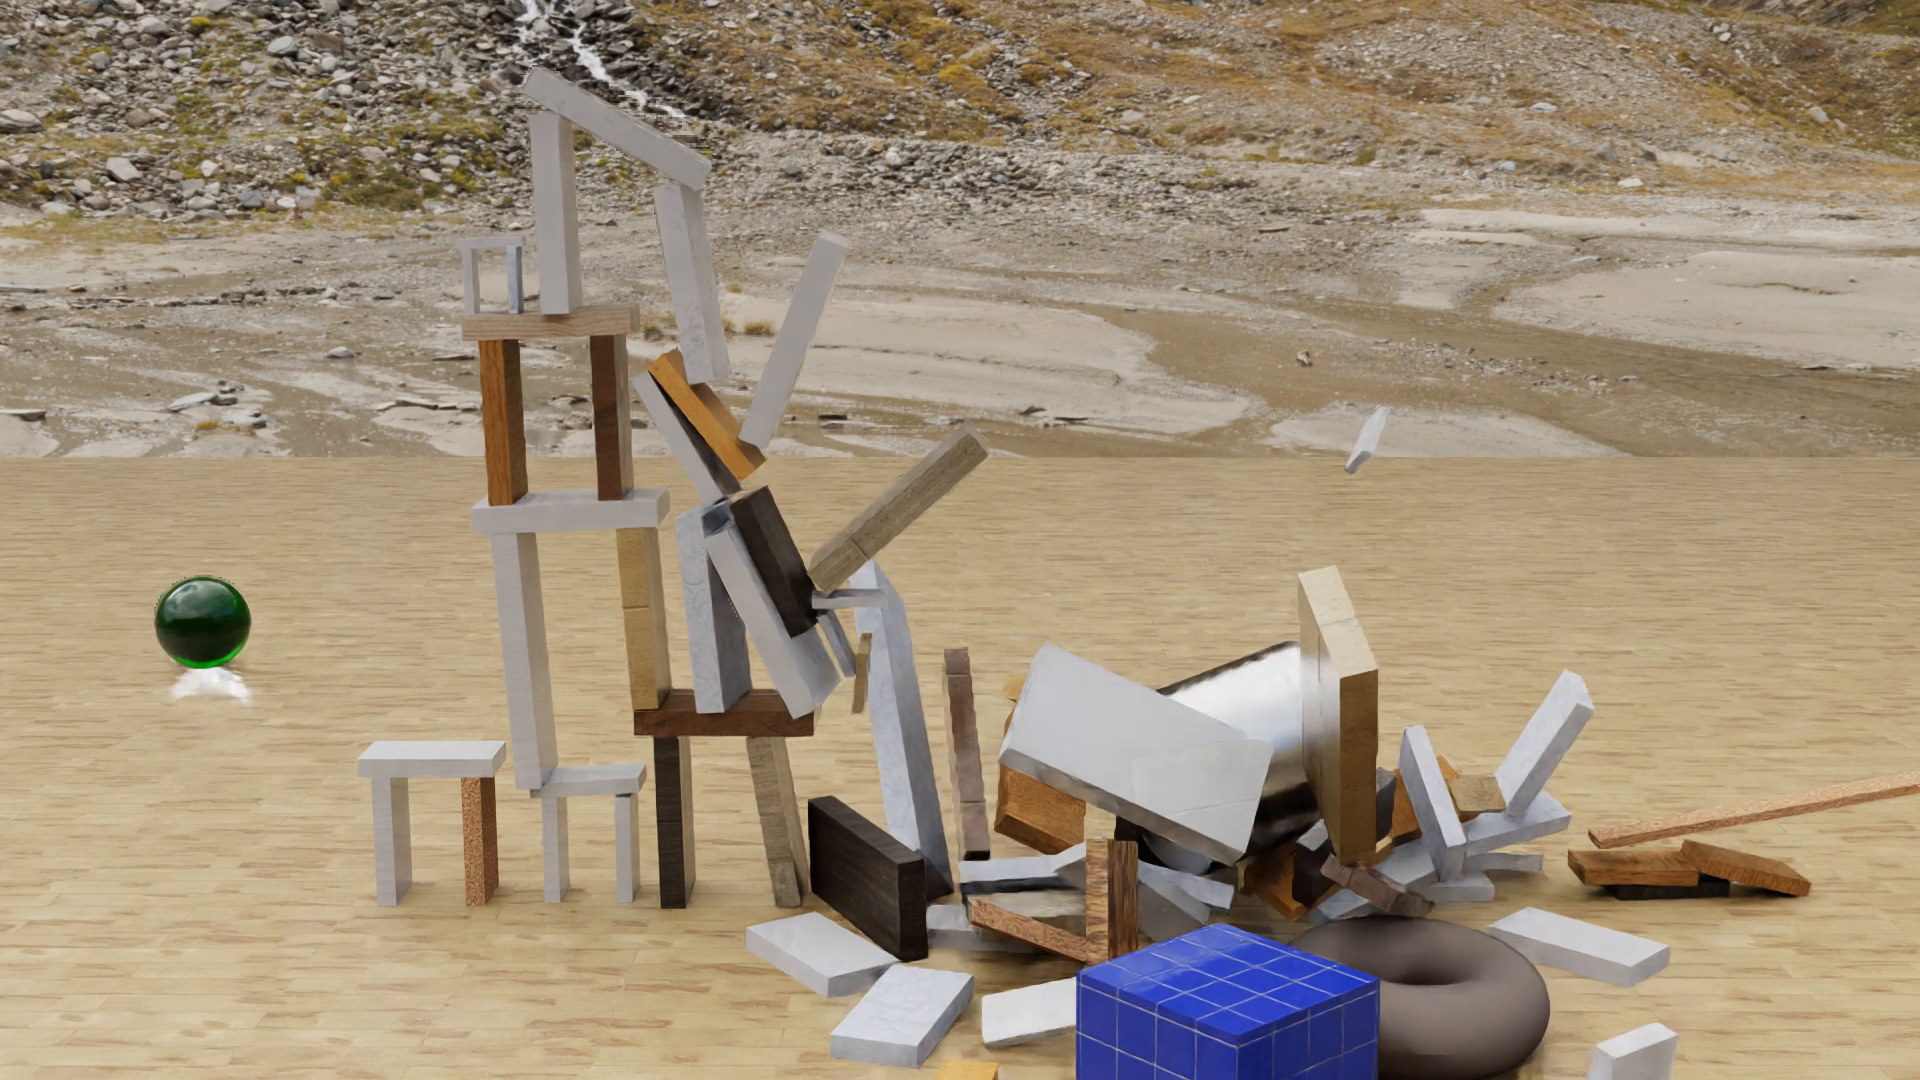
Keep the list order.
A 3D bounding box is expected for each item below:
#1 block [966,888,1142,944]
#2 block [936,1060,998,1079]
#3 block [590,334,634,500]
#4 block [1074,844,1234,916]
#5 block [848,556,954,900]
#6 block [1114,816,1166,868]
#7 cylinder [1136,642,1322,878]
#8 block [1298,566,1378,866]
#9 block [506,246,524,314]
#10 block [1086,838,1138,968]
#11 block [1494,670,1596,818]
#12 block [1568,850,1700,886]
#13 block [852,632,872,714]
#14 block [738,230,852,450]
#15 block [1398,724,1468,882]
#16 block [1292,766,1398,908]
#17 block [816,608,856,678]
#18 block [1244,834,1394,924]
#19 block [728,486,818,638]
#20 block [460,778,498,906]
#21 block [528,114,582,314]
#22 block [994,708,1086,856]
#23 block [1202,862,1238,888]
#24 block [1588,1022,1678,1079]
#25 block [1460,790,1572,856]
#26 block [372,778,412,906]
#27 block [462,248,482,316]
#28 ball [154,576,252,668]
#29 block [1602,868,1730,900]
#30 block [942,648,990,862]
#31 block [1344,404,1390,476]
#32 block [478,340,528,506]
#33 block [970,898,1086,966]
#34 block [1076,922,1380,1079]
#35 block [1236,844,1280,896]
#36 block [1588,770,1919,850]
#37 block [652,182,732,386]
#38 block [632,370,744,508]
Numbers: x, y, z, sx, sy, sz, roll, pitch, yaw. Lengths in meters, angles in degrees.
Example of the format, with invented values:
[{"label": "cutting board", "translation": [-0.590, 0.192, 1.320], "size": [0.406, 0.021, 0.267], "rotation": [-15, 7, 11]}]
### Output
[{"label": "block", "translation": [0.145, 0.582, 3.428], "size": [0.250, 0.035, 0.125], "rotation": [-2, 9, -11]}, {"label": "block", "translation": [0.003, 0.724, 2.890], "size": [0.073, 0.021, 0.146], "rotation": [2, 11, 10]}, {"label": "block", "translation": [-0.557, -0.203, 3.527], "size": [0.037, 0.262, 0.131], "rotation": [-1, 10, 0]}, {"label": "block", "translation": [0.295, 0.522, 3.374], "size": [0.250, 0.035, 0.125], "rotation": [14, -12, 10]}, {"label": "block", "translation": [-0.104, 0.311, 3.742], "size": [0.048, 0.170, 0.594], "rotation": [-19, 52, 10]}, {"label": "block", "translation": [0.410, 0.444, 3.719], "size": [0.359, 0.180, 0.051], "rotation": [-20, 42, -34]}, {"label": "cylinder", "translation": [0.436, 0.340, 3.427], "size": [0.291, 0.291, 0.291], "rotation": [-19, 17, -22]}, {"label": "block", "translation": [0.514, 0.246, 2.994], "size": [0.051, 0.437, 0.180], "rotation": [-13, 48, -2]}, {"label": "block", "translation": [-0.704, -0.413, 3.482], "size": [0.015, 0.104, 0.052], "rotation": [0, 10, -1]}, {"label": "block", "translation": [0.212, 0.553, 3.068], "size": [0.032, 0.265, 0.112], "rotation": [-4, -11, 26]}, {"label": "block", "translation": [0.968, 0.339, 3.652], "size": [0.033, 0.231, 0.116], "rotation": [25, 24, -6]}, {"label": "block", "translation": [1.121, 0.547, 3.668], "size": [0.189, 0.027, 0.095], "rotation": [1, 11, -2]}, {"label": "block", "translation": [-0.159, 0.216, 3.572], "size": [0.017, 0.118, 0.059], "rotation": [8, 32, 2]}, {"label": "block", "translation": [-0.261, -0.321, 3.497], "size": [0.048, 0.340, 0.170], "rotation": [22, 11, -4]}, {"label": "block", "translation": [0.750, 0.419, 3.499], "size": [0.032, 0.112, 0.224], "rotation": [-10, 52, -3]}, {"label": "block", "translation": [0.579, 0.446, 3.310], "size": [0.032, 0.112, 0.224], "rotation": [25, 42, 34]}, {"label": "block", "translation": [-0.199, 0.160, 3.556], "size": [0.017, 0.118, 0.059], "rotation": [-20, 22, 8]}, {"label": "block", "translation": [0.564, 0.506, 3.463], "size": [0.219, 0.031, 0.109], "rotation": [-29, 46, -26]}, {"label": "block", "translation": [-0.291, 0.033, 3.537], "size": [0.033, 0.232, 0.116], "rotation": [-23, 6, 15]}, {"label": "block", "translation": [-0.795, 0.483, 3.645], "size": [0.031, 0.219, 0.109], "rotation": [0, 11, 0]}, {"label": "block", "translation": [-0.635, -0.515, 3.464], "size": [0.043, 0.305, 0.153], "rotation": [-2, 11, -1]}, {"label": "block", "translation": [0.140, 0.409, 3.695], "size": [0.144, 0.041, 0.287], "rotation": [26, 32, -12]}, {"label": "block", "translation": [0.444, 0.547, 3.774], "size": [0.072, 0.021, 0.261], "rotation": [-12, 10, 9]}, {"label": "block", "translation": [0.761, 0.679, 2.542], "size": [0.109, 0.233, 0.031], "rotation": [-8, 23, -34]}, {"label": "block", "translation": [0.904, 0.463, 3.703], "size": [0.231, 0.033, 0.116], "rotation": [-8, 34, -31]}, {"label": "block", "translation": [-0.941, 0.483, 3.645], "size": [0.031, 0.219, 0.109], "rotation": [0, 11, 0]}, {"label": "block", "translation": [-0.774, -0.409, 3.481], "size": [0.015, 0.104, 0.052], "rotation": [-1, 11, -1]}, {"label": "ball", "translation": [-1.788, 0.196, 5.196], "size": [0.217, 0.217, 0.217], "rotation": [0, 11, 0]}, {"label": "block", "translation": [1.179, 0.573, 3.688], "size": [0.189, 0.027, 0.094], "rotation": [-1, 11, -6]}, {"label": "block", "translation": [0.009, 0.383, 3.674], "size": [0.041, 0.144, 0.392], "rotation": [-3, 53, -5]}, {"label": "block", "translation": [0.647, -0.159, 3.490], "size": [0.016, 0.058, 0.116], "rotation": [33, 48, -2]}, {"label": "block", "translation": [-0.732, -0.195, 3.529], "size": [0.037, 0.262, 0.131], "rotation": [-1, 10, 0]}, {"label": "block", "translation": [0.126, 0.592, 3.275], "size": [0.223, 0.032, 0.112], "rotation": [19, -12, 6]}, {"label": "block", "translation": [0.321, 0.647, 2.659], "size": [0.256, 0.256, 0.256], "rotation": [-9, 14, -41]}, {"label": "block", "translation": [0.496, 0.505, 3.568], "size": [0.021, 0.145, 0.072], "rotation": [23, 35, -13]}, {"label": "block", "translation": [1.472, 0.423, 3.653], "size": [0.850, 0.016, 0.058], "rotation": [-10, 12, 0]}, {"label": "block", "translation": [-0.425, -0.409, 3.504], "size": [0.043, 0.311, 0.153], "rotation": [-9, 8, 5]}, {"label": "block", "translation": [-0.437, -0.166, 3.533], "size": [0.033, 0.232, 0.116], "rotation": [-31, 0, 12]}]
